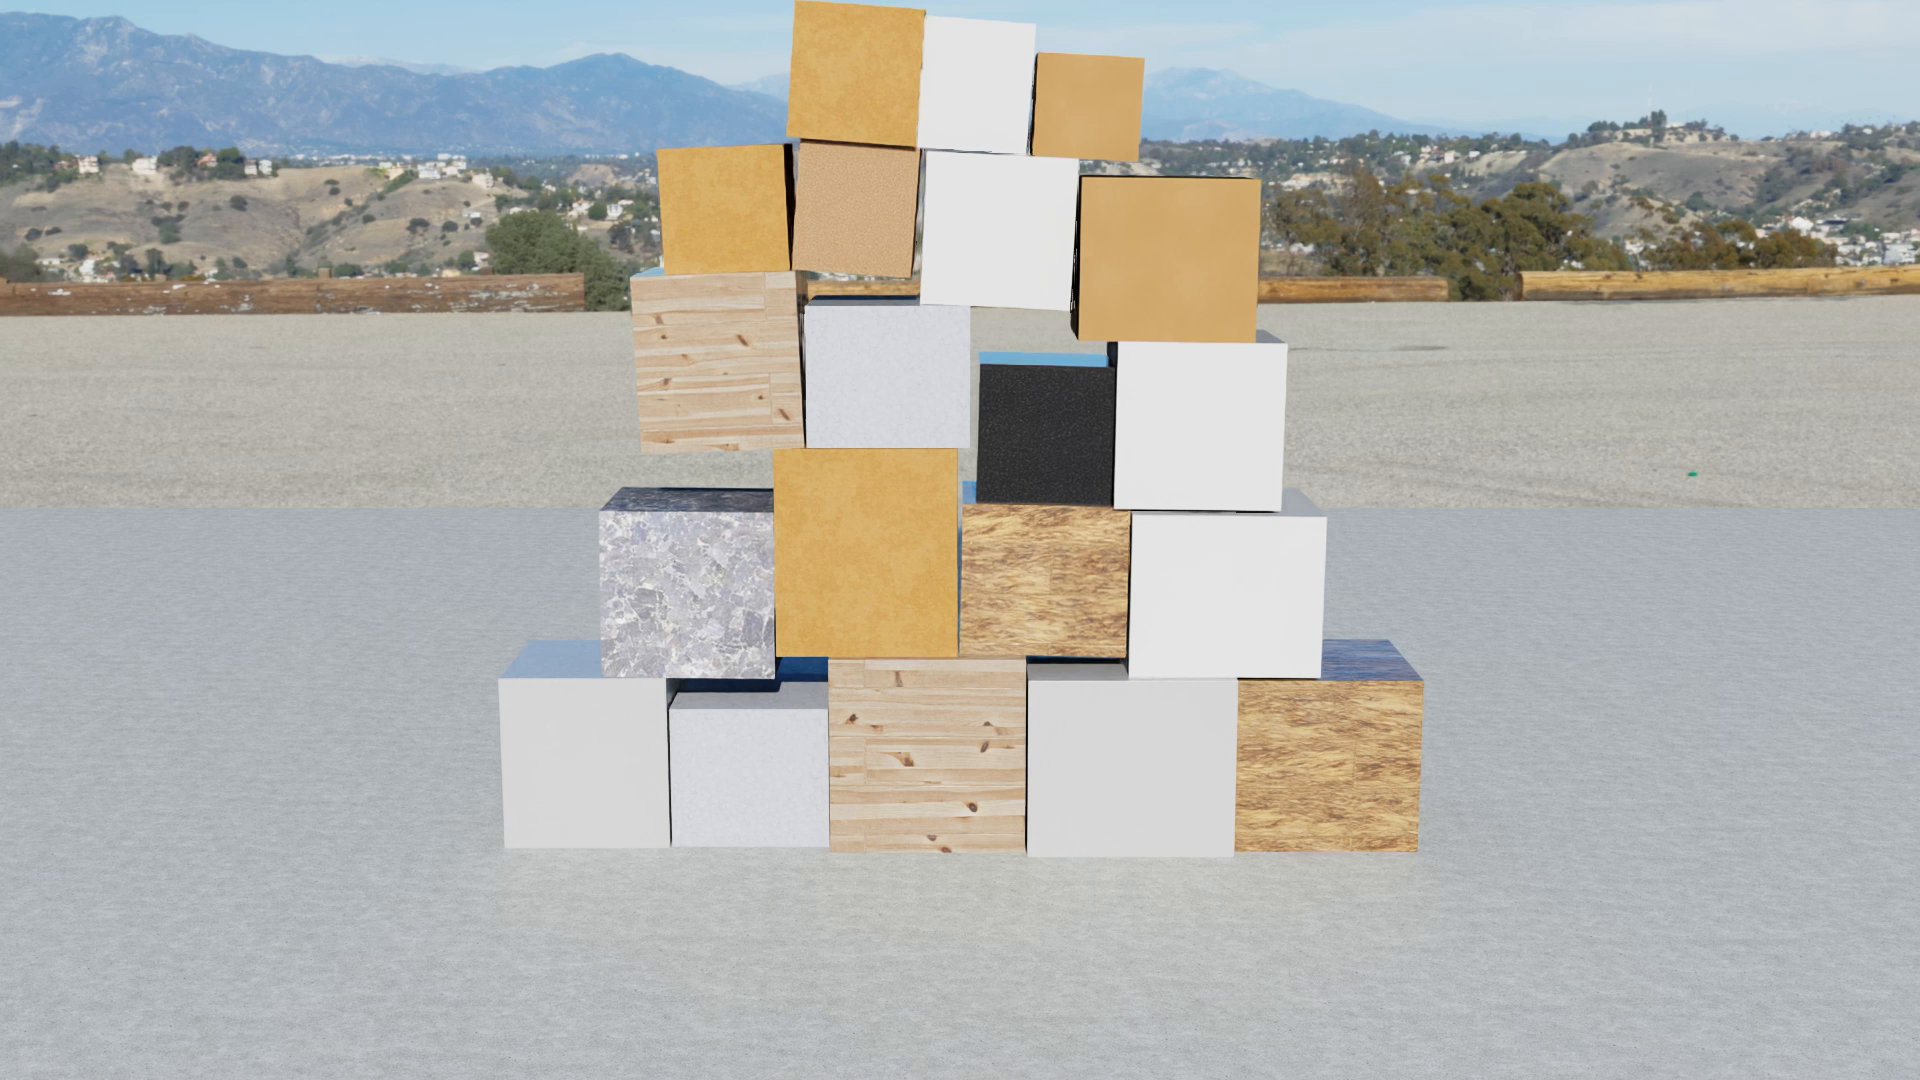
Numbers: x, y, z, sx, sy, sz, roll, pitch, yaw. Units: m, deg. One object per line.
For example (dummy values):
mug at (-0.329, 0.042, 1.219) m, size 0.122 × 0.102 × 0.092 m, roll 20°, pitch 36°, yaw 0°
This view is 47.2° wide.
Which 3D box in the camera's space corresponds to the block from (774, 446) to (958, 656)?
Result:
block at (-0.461, -0.006, 11.185) m, size 0.895 × 1.036 × 0.823 m, roll 0°, pitch 10°, yaw 0°

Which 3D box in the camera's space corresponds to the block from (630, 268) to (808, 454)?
block at (-1.169, -0.924, 11.000) m, size 0.791 × 0.856 × 0.790 m, roll -2°, pitch 10°, yaw 0°

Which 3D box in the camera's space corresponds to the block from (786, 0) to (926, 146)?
block at (-0.495, -2.274, 10.771) m, size 0.617 × 0.639 × 0.695 m, roll 4°, pitch 10°, yaw -1°

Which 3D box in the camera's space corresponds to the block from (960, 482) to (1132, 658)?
block at (0.419, 0.138, 11.193) m, size 0.825 × 0.753 × 0.724 m, roll 1°, pitch 10°, yaw 0°

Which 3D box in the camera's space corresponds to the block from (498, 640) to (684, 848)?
block at (-1.872, 1.042, 11.384) m, size 0.829 × 0.878 × 0.846 m, roll 0°, pitch 10°, yaw 0°

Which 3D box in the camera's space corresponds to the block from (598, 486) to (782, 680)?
block at (-1.342, 0.205, 11.206) m, size 0.857 × 0.835 × 0.771 m, roll 1°, pitch 10°, yaw 0°

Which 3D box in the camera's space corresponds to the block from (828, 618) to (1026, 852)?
block at (-0.161, 0.990, 11.361) m, size 0.971 × 0.987 × 0.953 m, roll 0°, pitch 10°, yaw 0°

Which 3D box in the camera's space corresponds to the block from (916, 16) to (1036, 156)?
block at (0.075, -2.215, 10.759) m, size 0.529 × 0.615 × 0.565 m, roll 4°, pitch 10°, yaw -1°

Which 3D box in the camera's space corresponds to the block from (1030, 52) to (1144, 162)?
block at (0.617, -2.122, 10.801) m, size 0.511 × 0.492 × 0.482 m, roll 3°, pitch 10°, yaw -1°

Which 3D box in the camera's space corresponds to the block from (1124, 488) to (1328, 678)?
block at (1.308, 0.198, 11.205) m, size 0.944 × 0.804 × 0.911 m, roll 1°, pitch 10°, yaw 0°

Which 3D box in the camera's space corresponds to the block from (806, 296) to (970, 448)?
block at (-0.349, -0.857, 11.044) m, size 0.796 × 0.689 × 0.788 m, roll 0°, pitch 10°, yaw 0°

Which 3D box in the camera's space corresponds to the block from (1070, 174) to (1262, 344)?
block at (1.002, -1.405, 10.907) m, size 0.853 × 0.780 × 0.779 m, roll 1°, pitch 10°, yaw 0°

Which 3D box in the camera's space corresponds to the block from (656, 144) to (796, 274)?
block at (-1.136, -1.642, 10.875) m, size 0.605 × 0.597 × 0.616 m, roll -2°, pitch 10°, yaw 0°

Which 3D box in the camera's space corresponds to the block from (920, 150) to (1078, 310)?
block at (0.188, -1.546, 10.916) m, size 0.726 × 0.725 × 0.704 m, roll 3°, pitch 10°, yaw -1°

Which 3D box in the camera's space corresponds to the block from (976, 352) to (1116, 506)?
block at (0.420, -0.569, 11.065) m, size 0.664 × 0.684 × 0.640 m, roll 1°, pitch 10°, yaw 0°

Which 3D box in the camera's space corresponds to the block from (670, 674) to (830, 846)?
block at (-1.052, 1.127, 11.376) m, size 0.790 × 0.713 × 0.746 m, roll 0°, pitch 10°, yaw 0°

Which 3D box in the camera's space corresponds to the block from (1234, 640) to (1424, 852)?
block at (1.828, 1.045, 11.364) m, size 0.916 × 0.879 × 0.917 m, roll 0°, pitch 10°, yaw 0°

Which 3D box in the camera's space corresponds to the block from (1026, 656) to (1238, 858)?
block at (0.847, 1.036, 11.355) m, size 1.026 × 0.898 × 1.066 m, roll 0°, pitch 10°, yaw 0°

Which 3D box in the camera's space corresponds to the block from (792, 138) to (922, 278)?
block at (-0.503, -1.648, 10.871) m, size 0.576 × 0.626 × 0.568 m, roll 4°, pitch 10°, yaw -1°

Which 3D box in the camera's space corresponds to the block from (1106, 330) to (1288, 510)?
block at (1.164, -0.620, 11.057) m, size 0.815 × 0.815 × 0.808 m, roll 1°, pitch 10°, yaw 0°
